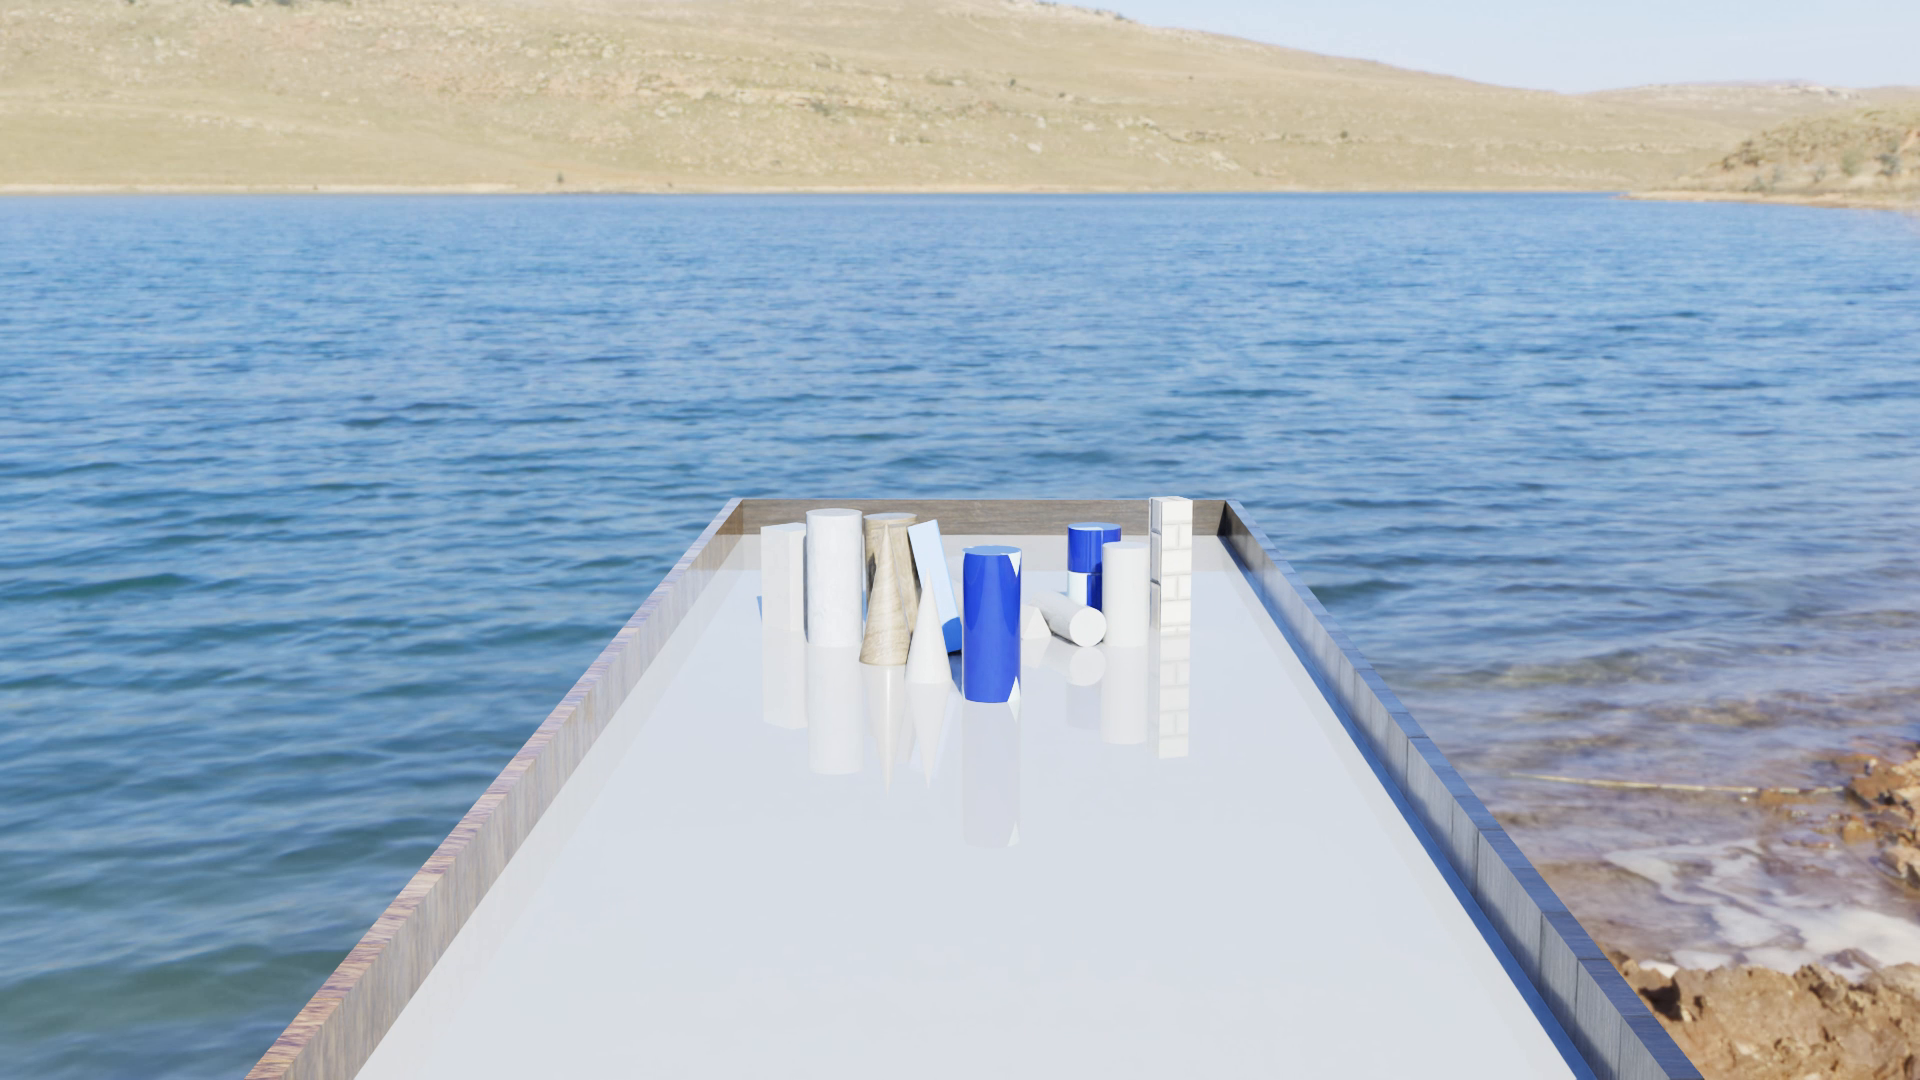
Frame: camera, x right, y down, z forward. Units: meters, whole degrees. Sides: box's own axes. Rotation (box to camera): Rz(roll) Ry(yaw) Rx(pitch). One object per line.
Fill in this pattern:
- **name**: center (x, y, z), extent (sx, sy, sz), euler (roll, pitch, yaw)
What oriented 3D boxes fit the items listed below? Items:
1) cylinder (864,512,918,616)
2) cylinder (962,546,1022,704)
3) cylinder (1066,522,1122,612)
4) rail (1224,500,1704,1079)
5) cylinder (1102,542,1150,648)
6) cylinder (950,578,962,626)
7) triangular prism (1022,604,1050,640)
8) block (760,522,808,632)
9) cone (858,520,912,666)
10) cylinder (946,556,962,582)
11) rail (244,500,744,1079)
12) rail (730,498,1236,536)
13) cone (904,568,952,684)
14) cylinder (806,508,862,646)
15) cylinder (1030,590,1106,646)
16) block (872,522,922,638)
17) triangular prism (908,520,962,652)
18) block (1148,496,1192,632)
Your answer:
- **cylinder**: center (-0.223, 0.101, 7.197), extent (0.175, 0.361, 0.175), euler (-1, 8, 0)
- **cylinder**: center (0.089, 0.235, 6.187), extent (0.167, 0.419, 0.167), euler (0, 9, 0)
- **cylinder**: center (0.439, 0.118, 7.213), extent (0.176, 0.329, 0.176), euler (0, 9, 0)
- **rail**: center (1.046, 0.843, 3.208), extent (0.050, 0.150, 12.000), euler (0, 9, 1)
- **cylinder**: center (0.523, 0.170, 6.937), extent (0.150, 0.312, 0.150), euler (0, 9, 0)
- **cylinder**: center (0.029, 0.235, 7.005), extent (0.164, 0.164, 0.423), euler (-4, 10, -23)
- **triangular prism**: center (0.149, 0.242, 7.155), extent (0.112, 0.097, 0.329), euler (-7, 11, -36)
- **block**: center (-0.546, 0.120, 7.210), extent (0.149, 0.327, 0.149), euler (-8, 12, -42)
- **cone**: center (-0.222, 0.149, 6.664), extent (0.174, 0.440, 0.174), euler (0, 9, 0)
- **cylinder**: center (0.033, 0.160, 7.499), extent (0.155, 0.155, 0.369), euler (-2, 9, -13)
- **rail**: center (-1.004, 0.839, 3.234), extent (0.050, 0.150, 12.000), euler (0, 9, 1)
- **rail**: center (0.099, -0.098, 9.147), extent (2.100, 0.150, 0.050), euler (0, 9, 1)
- **cone**: center (-0.093, 0.237, 6.427), extent (0.144, 0.340, 0.144), euler (0, 9, 0)
- **cylinder**: center (-0.396, 0.117, 6.951), extent (0.177, 0.413, 0.177), euler (0, 9, 0)
- **cylinder**: center (0.343, 0.248, 7.048), extent (0.124, 0.124, 0.346), euler (-3, 10, -19)
- **block**: center (-0.181, 0.136, 6.936), extent (0.116, 0.368, 0.116), euler (-5, 7, 19)
- **triangular prism**: center (-0.058, 0.147, 6.814), extent (0.096, 0.406, 0.083), euler (-15, -7, 18)
- **block**: center (0.684, 0.077, 7.167), extent (0.105, 0.425, 0.105), euler (-3, 10, -19)
